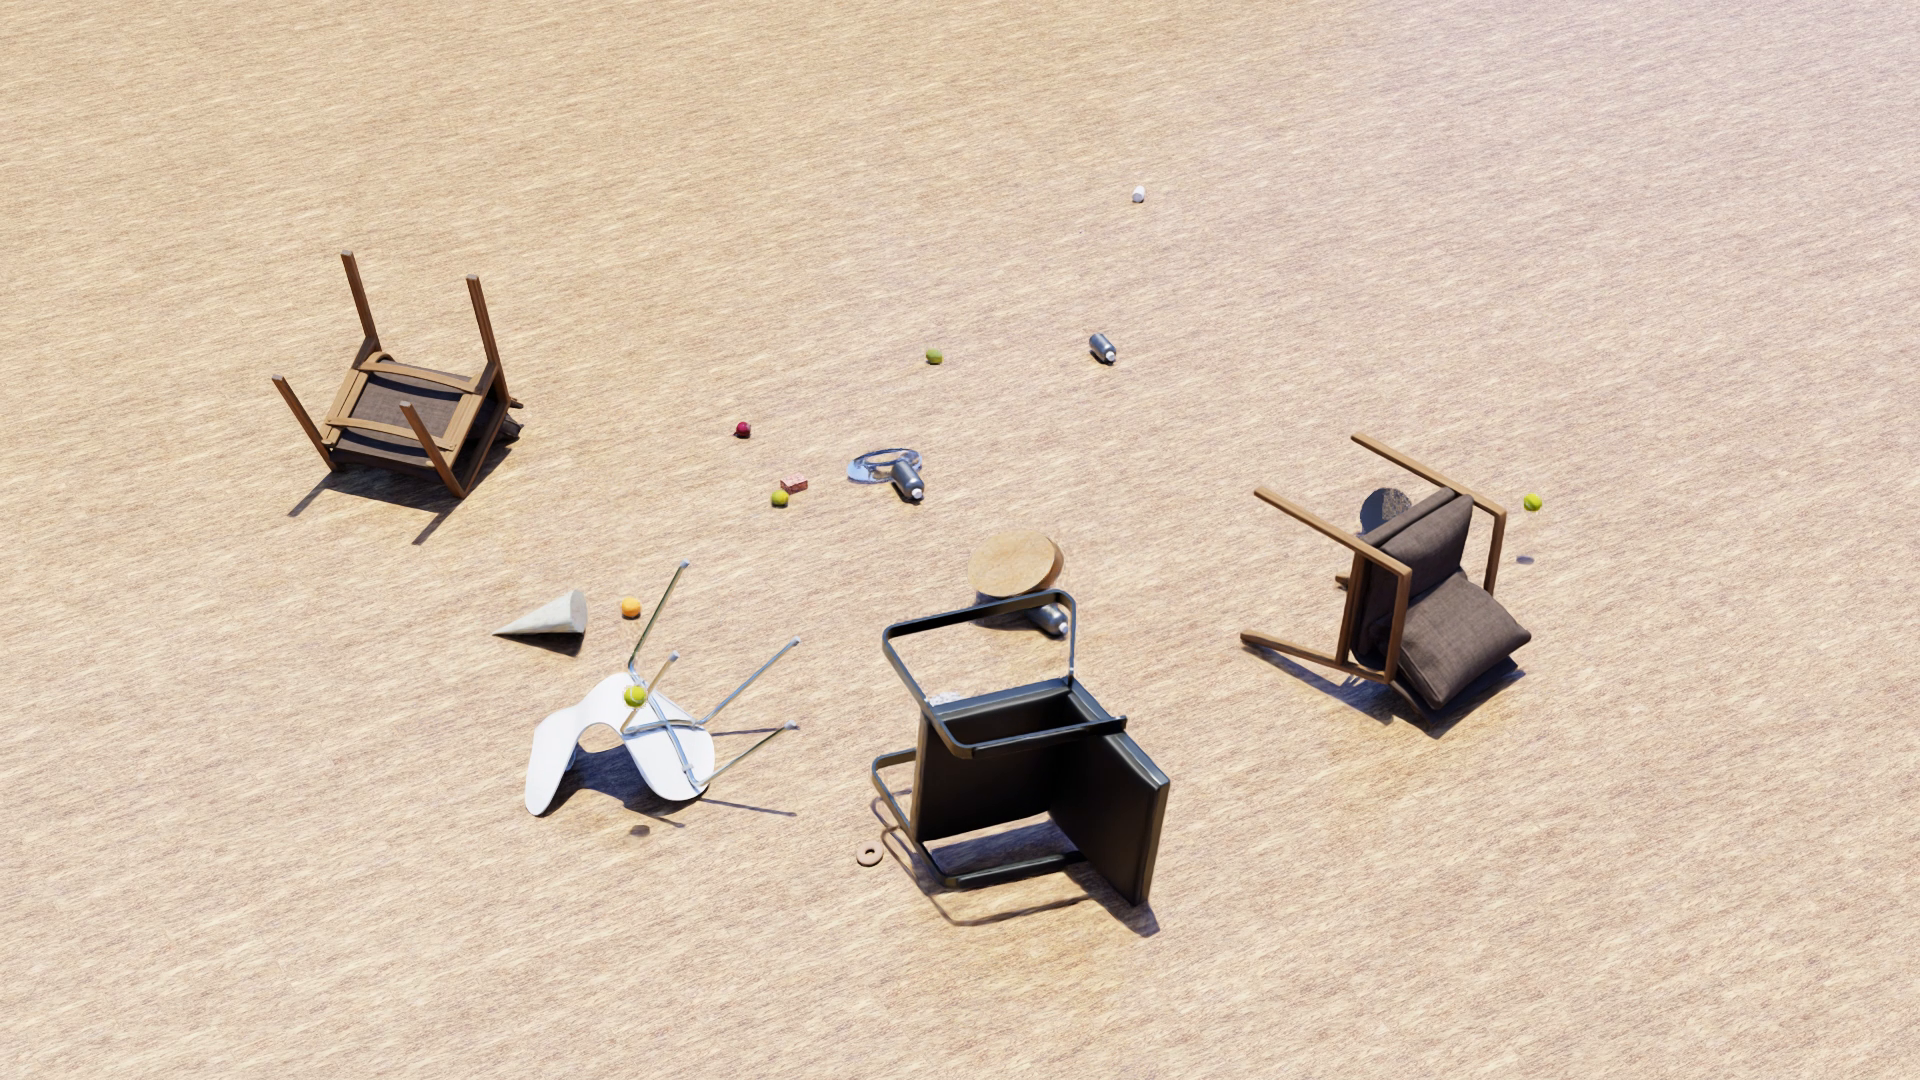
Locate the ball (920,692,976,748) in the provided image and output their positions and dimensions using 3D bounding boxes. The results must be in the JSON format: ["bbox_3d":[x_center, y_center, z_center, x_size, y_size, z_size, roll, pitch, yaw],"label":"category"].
[{"bbox_3d":[-0.039,0.605,9.855,0.188,0.188,0.188,0,33,0],"label":"ball"}]

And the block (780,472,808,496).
[{"bbox_3d":[-0.636,-0.214,11.233,0.085,0.040,0.064,-21,39,-28],"label":"block"}]

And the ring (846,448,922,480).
[{"bbox_3d":[-0.291,-0.292,11.321,0.308,0.074,0.139,-11,33,-17],"label":"ring"}]

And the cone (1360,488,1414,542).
[{"bbox_3d":[1.582,-0.081,11.002,0.234,0.100,0.200,-39,89,-22],"label":"cone"}]

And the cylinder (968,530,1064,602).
[{"bbox_3d":[0.201,0.093,10.501,0.322,0.224,0.223,-21,-9,8],"label":"cylinder"}]

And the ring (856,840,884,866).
[{"bbox_3d":[-0.288,1.003,9.400,0.086,0.024,0.116,7,35,12],"label":"ring"}]

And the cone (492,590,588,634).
[{"bbox_3d":[-1.515,0.294,10.420,0.335,0.142,0.323,-15,12,5],"label":"cone"}]
